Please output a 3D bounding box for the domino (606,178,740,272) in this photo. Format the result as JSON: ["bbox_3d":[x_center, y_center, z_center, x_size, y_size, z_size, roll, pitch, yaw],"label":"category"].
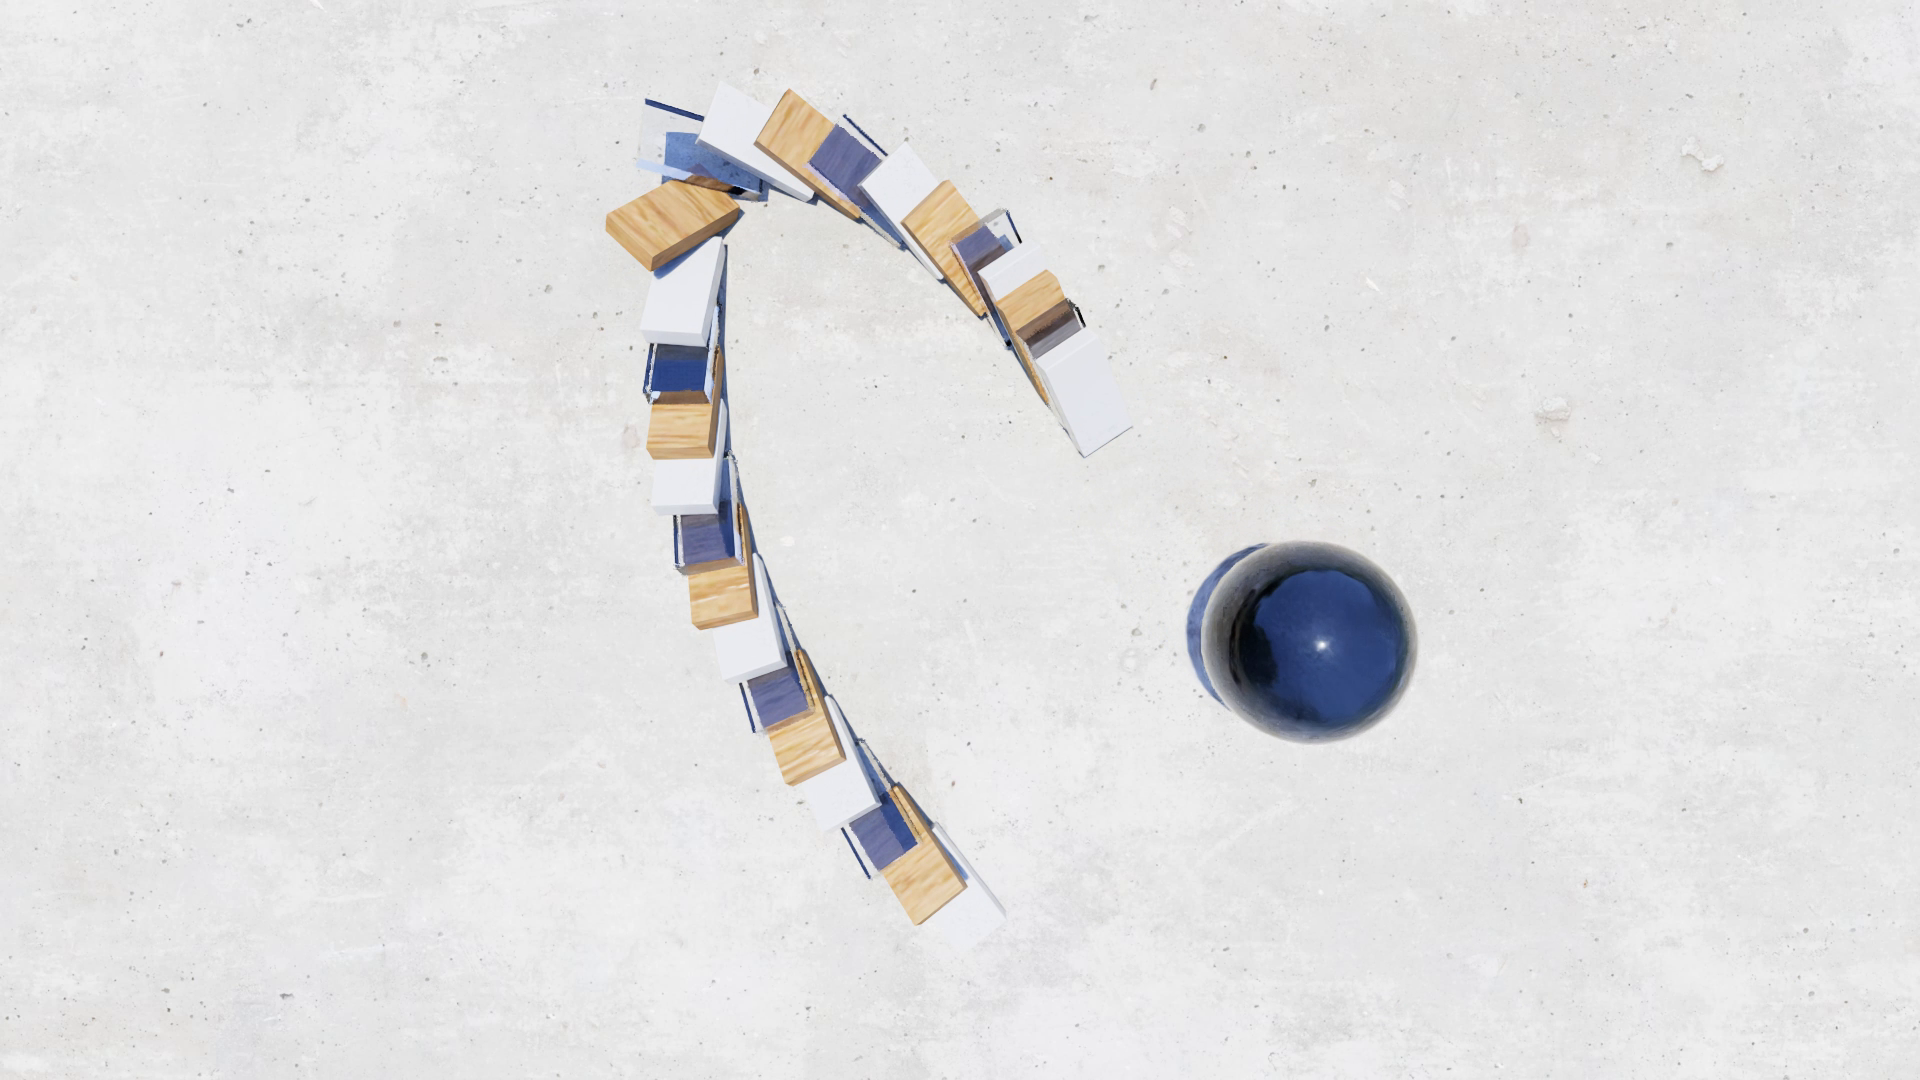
[{"bbox_3d":[-0.119,-0.134,0.382,0.025,0.010,0.050,43,56,0],"label":"domino"}]

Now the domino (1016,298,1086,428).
[{"bbox_3d":[0.044,-0.072,0.380,0.025,0.009,0.050,-33,132,0],"label":"domino"}]

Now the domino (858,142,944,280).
[{"bbox_3d":[-0.016,-0.138,0.385,0.025,0.009,0.050,-44,116,0],"label":"domino"}]

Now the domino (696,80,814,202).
[{"bbox_3d":[-0.082,-0.166,0.384,0.050,0.010,0.025,21,88,-27],"label":"domino"}]

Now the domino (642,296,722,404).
[{"bbox_3d":[-0.116,-0.081,0.385,0.025,0.010,0.050,-1,65,0],"label":"domino"}]

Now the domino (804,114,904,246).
[{"bbox_3d":[-0.037,-0.150,0.385,0.050,0.010,0.025,36,90,-26],"label":"domino"}]

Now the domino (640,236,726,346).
[{"bbox_3d":[-0.116,-0.105,0.385,0.025,0.010,0.050,4,66,0],"label":"domino"}]

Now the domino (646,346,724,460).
[{"bbox_3d":[-0.115,-0.058,0.385,0.025,0.009,0.050,-1,65,0],"label":"domino"}]

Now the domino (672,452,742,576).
[{"bbox_3d":[-0.107,-0.011,0.385,0.025,0.009,0.050,-11,65,0],"label":"domino"}]

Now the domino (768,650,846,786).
[{"bbox_3d":[-0.069,0.074,0.385,0.025,0.009,0.050,-26,66,0],"label":"domino"}]

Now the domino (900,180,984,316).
[{"bbox_3d":[0.001,-0.122,0.385,0.025,0.009,0.050,-44,115,0],"label":"domino"}]

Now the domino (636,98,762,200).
[{"bbox_3d":[-0.108,-0.163,0.383,0.050,0.009,0.025,6,86,-29],"label":"domino"}]

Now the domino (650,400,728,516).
[{"bbox_3d":[-0.113,-0.035,0.385,0.025,0.010,0.050,-2,65,0],"label":"domino"}]

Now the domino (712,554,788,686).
[{"bbox_3d":[-0.091,0.033,0.385,0.025,0.009,0.050,-19,65,0],"label":"domino"}]

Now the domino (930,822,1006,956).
[{"bbox_3d":[-0.005,0.150,0.395,0.025,0.009,0.050,-38,90,0],"label":"domino"}]

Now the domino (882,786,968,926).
[{"bbox_3d":[-0.022,0.132,0.385,0.025,0.010,0.050,-38,66,0],"label":"domino"}]

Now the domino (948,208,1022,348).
[{"bbox_3d":[0.018,-0.109,0.382,0.025,0.009,0.050,-33,124,-1],"label":"domino"}]

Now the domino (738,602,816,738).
[{"bbox_3d":[-0.081,0.054,0.385,0.025,0.009,0.050,-23,65,0],"label":"domino"}]

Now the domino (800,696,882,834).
[{"bbox_3d":[-0.055,0.094,0.385,0.025,0.009,0.050,-29,66,0],"label":"domino"}]

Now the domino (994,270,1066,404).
[{"bbox_3d":[0.036,-0.083,0.380,0.025,0.010,0.050,-33,132,0],"label":"domino"}]

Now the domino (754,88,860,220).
[{"bbox_3d":[-0.058,-0.161,0.385,0.050,0.009,0.025,32,89,-26],"label":"domino"}]

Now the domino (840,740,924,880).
[{"bbox_3d":[-0.039,0.113,0.386,0.025,0.009,0.050,-35,66,0],"label":"domino"}]

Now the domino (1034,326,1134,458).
[{"bbox_3d":[0.052,-0.060,0.380,0.025,0.010,0.050,-33,132,0],"label":"domino"}]

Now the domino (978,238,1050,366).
[{"bbox_3d":[0.029,-0.096,0.380,0.025,0.010,0.050,-33,132,0],"label":"domino"}]

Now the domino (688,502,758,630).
[{"bbox_3d":[-0.101,0.011,0.385,0.025,0.010,0.050,-12,65,0],"label":"domino"}]

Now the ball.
[{"bbox_3d":[0.136,0.040,0.360,0.080,0.080,0.080,0,90,0],"label":"ball"}]
